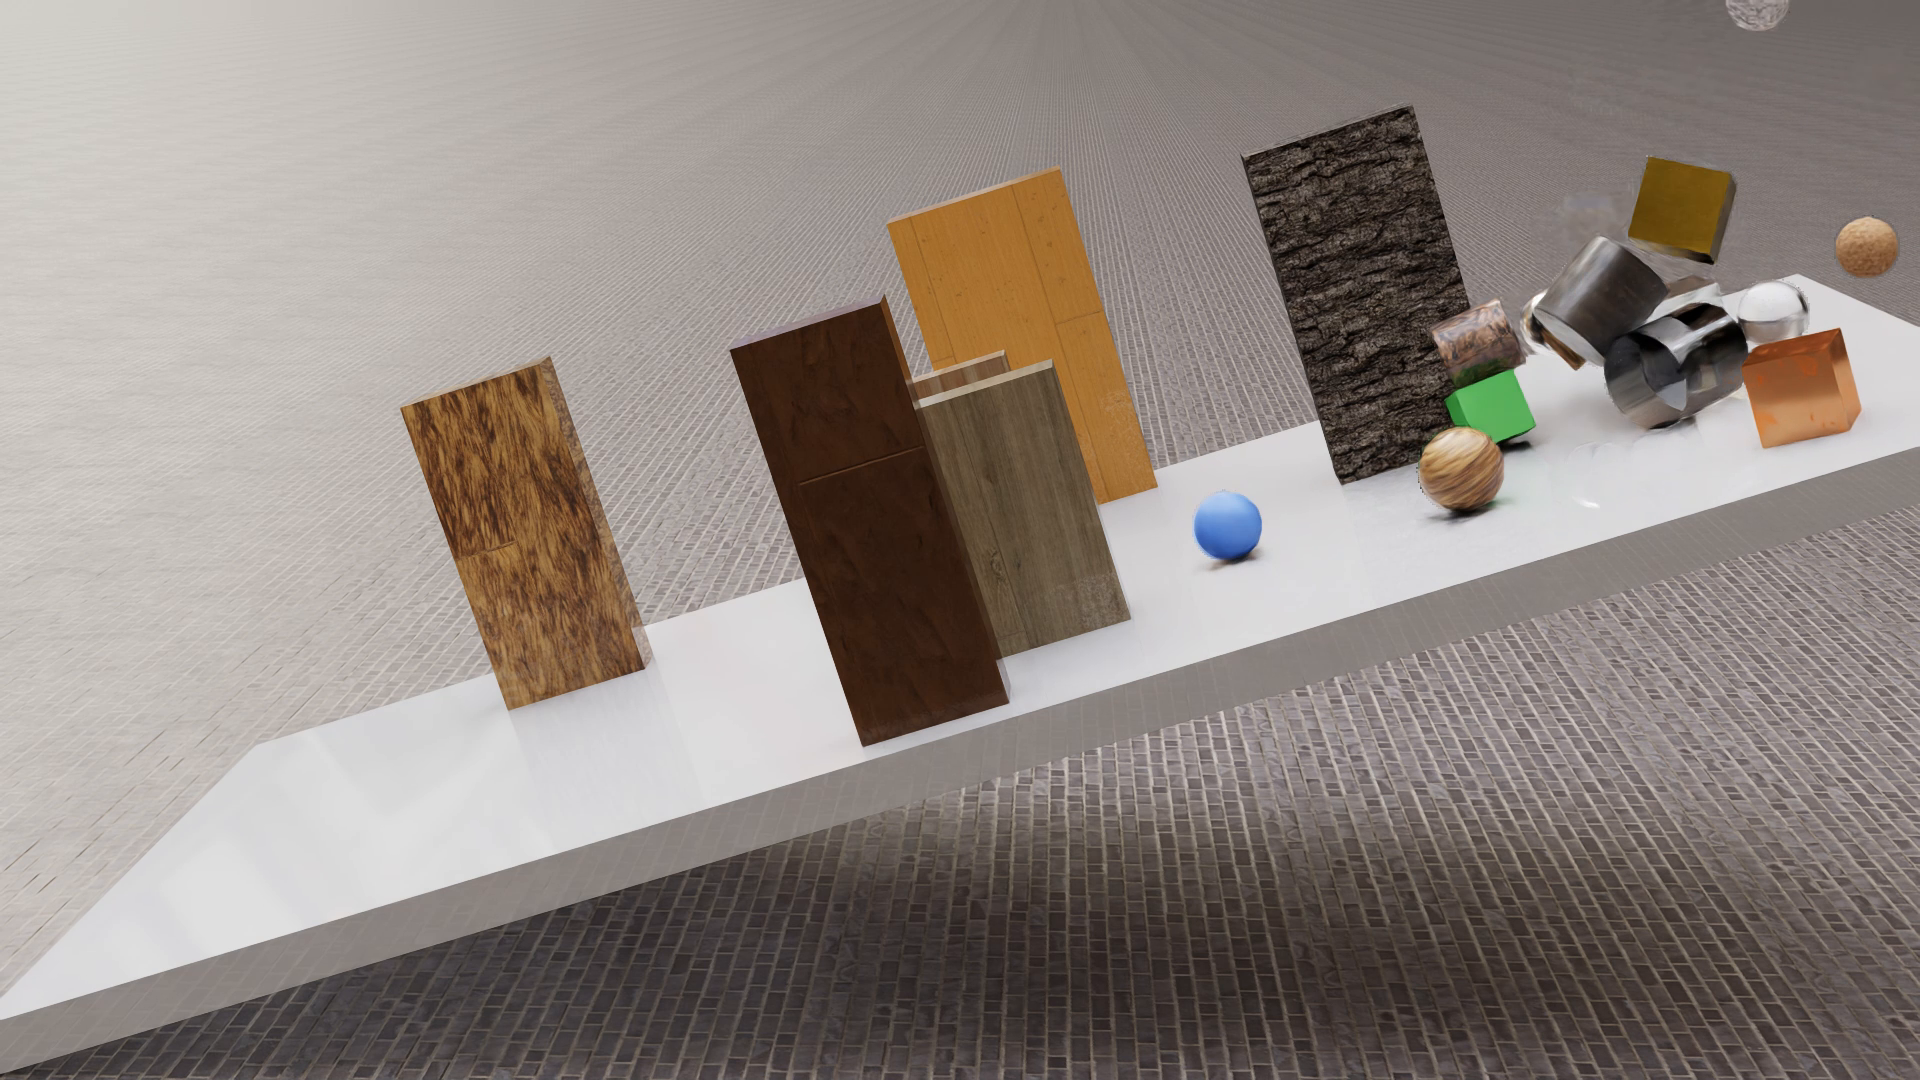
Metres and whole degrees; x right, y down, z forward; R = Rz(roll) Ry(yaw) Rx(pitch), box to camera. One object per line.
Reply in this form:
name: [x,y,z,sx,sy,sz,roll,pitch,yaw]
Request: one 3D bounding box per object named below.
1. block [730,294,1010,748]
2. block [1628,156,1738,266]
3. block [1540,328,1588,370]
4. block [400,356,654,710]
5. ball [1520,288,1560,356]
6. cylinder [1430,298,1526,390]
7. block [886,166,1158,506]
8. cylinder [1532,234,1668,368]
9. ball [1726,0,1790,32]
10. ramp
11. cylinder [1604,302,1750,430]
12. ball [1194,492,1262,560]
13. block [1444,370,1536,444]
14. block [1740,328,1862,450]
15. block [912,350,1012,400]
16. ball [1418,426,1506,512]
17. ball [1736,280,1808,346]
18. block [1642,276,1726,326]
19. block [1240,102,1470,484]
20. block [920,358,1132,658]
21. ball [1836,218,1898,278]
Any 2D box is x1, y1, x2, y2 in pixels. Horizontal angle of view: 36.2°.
block: [-0.160,-0.035,5.440,0.286,0.778,0.144,-17,10,5]
block: [1.476,-0.671,6.007,0.167,0.167,0.167,15,2,19]
block: [1.336,-0.456,6.304,0.114,0.114,0.114,-40,-10,-15]
block: [-1.004,-0.015,6.851,0.340,0.748,0.145,-17,10,5]
ball: [1.305,-0.478,6.455,0.150,0.150,0.150,0,11,0]
cylinder: [1.098,-0.413,6.223,0.153,0.153,0.153,-24,6,13]
block: [0.153,-0.449,7.043,0.426,0.791,0.147,-17,10,5]
cylinder: [1.329,-0.495,6.107,0.196,0.196,0.196,39,0,0]
ball: [1.634,-1.104,6.022,0.125,0.125,0.125,0,11,0]
ramp: [0.099,0.183,6.312,4.000,0.100,2.000,-17,10,5]
cylinder: [1.457,-0.355,5.977,0.205,0.205,0.205,-25,24,-34]
ball: [0.546,-0.029,5.994,0.140,0.140,0.140,0,11,0]
block: [1.118,-0.268,6.201,0.131,0.131,0.131,-22,-5,-2]
block: [1.580,-0.285,5.520,0.162,0.162,0.162,-12,12,28]
block: [-0.030,-0.070,6.072,0.424,0.538,0.082,-17,10,5]
ball: [0.983,-0.139,5.757,0.166,0.166,0.166,0,11,0]
ball: [1.744,-0.482,6.312,0.149,0.149,0.149,0,11,0]
block: [1.572,-0.465,6.441,0.171,0.171,0.171,-18,12,-2]
block: [0.894,-0.534,6.368,0.371,0.741,0.147,-17,10,5]
block: [0.076,-0.045,5.806,0.384,0.523,0.123,-17,10,5]
ball: [1.814,-0.585,5.883,0.120,0.120,0.120,0,11,0]
